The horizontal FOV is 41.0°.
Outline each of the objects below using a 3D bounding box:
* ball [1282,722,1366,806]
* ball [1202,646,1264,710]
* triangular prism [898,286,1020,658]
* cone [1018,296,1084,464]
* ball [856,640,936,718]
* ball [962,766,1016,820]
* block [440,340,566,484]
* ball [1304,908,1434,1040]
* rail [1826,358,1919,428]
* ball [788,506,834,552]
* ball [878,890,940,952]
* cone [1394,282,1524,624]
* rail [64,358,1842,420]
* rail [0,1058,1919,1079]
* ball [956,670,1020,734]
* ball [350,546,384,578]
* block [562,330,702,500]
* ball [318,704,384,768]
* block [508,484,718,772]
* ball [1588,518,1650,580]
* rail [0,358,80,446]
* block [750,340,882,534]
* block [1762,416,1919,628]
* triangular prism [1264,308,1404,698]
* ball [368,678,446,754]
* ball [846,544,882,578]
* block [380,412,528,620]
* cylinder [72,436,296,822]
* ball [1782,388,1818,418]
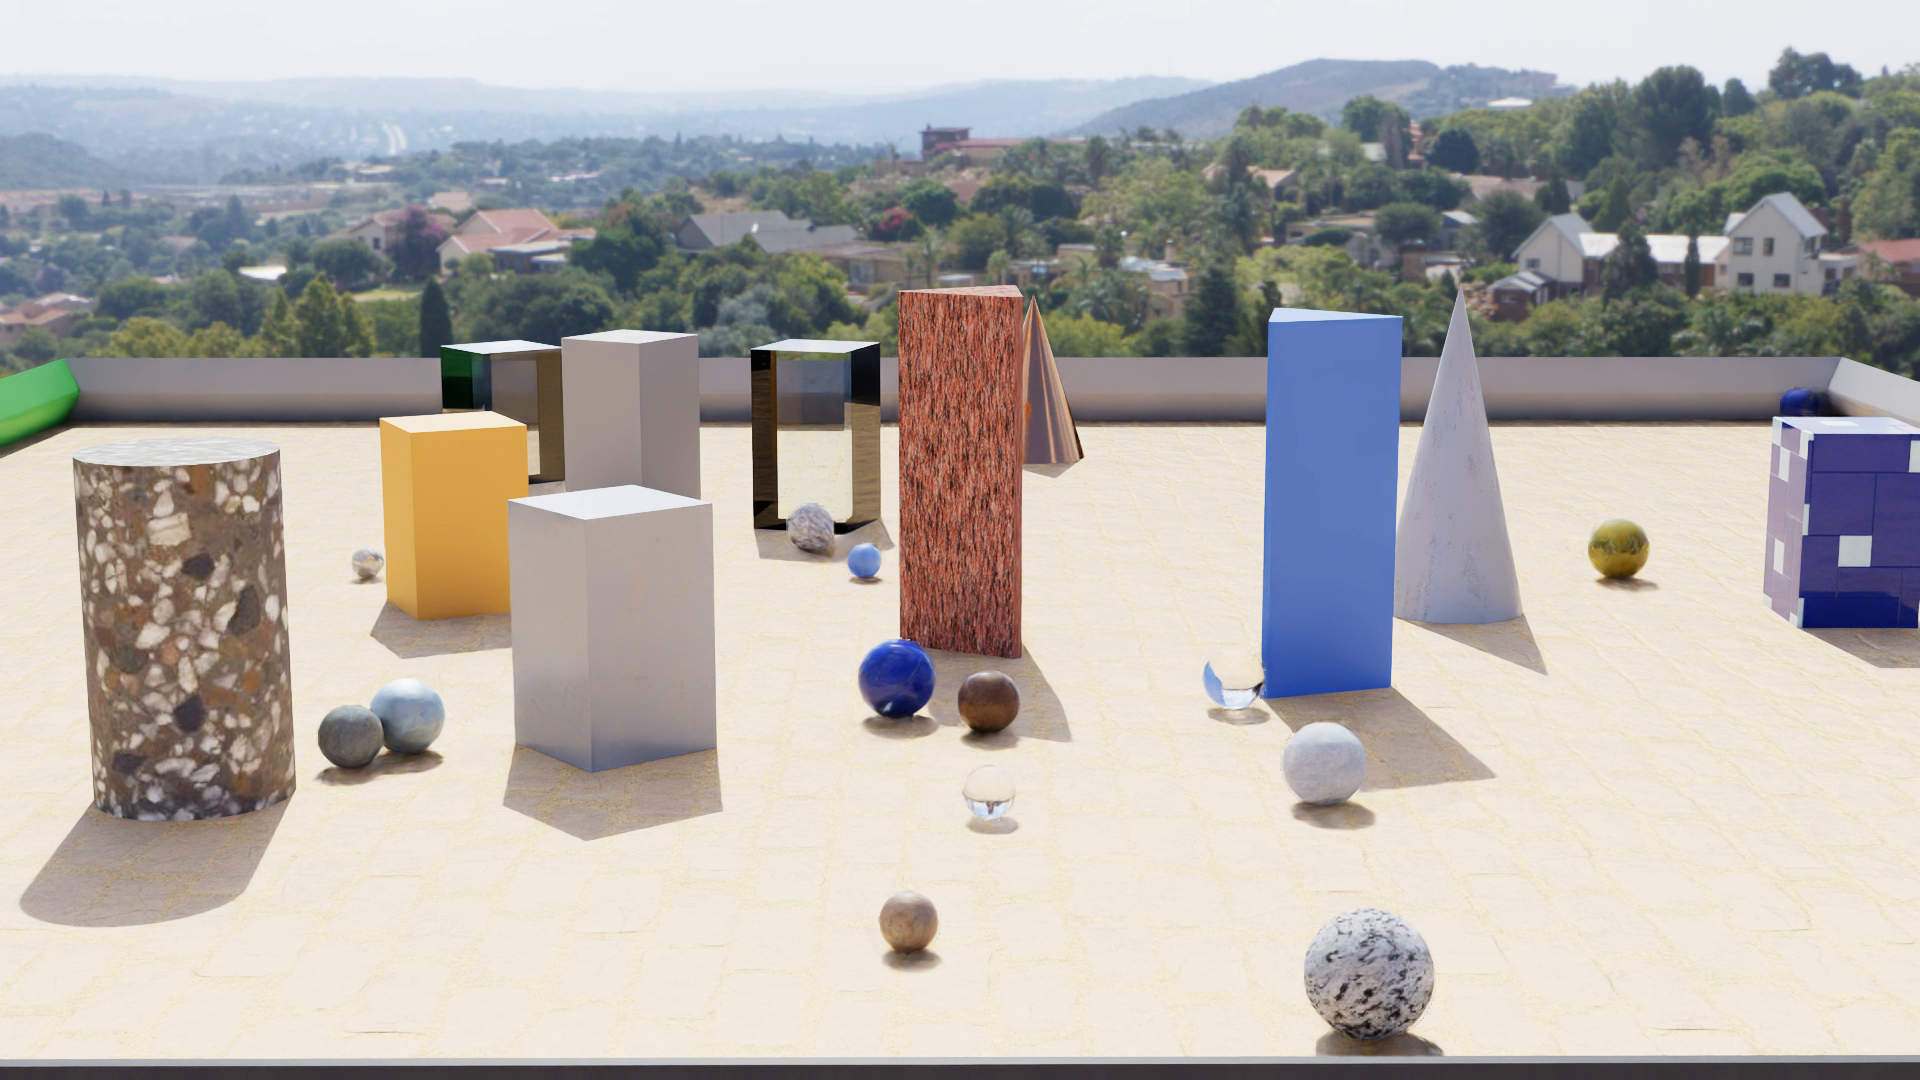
[{"bbox_3d":[0.363,0.223,2.554,0.084,0.084,0.084,0,10,0],"label":"ball"},{"bbox_3d":[0.313,0.158,2.935,0.071,0.071,0.071,0,10,0],"label":"ball"},{"bbox_3d":[0.032,-0.093,3.253,0.171,0.449,0.148,6,12,28],"label":"triangular prism"},{"bbox_3d":[0.137,-0.309,4.812,0.197,0.306,0.197,0,10,0],"label":"cone"},{"bbox_3d":[-0.072,0.157,2.893,0.089,0.089,0.089,0,10,0],"label":"ball"},{"bbox_3d":[0.029,0.247,2.508,0.053,0.053,0.053,0,10,0],"label":"ball"},{"bbox_3d":[-0.808,-0.224,4.544,0.158,0.237,0.158,-8,13,-38],"label":"block"},{"bbox_3d":[0.309,0.328,1.941,0.098,0.098,0.098,0,10,0],"label":"ball"},{"bbox_3d":[1.818,0.031,3.459,0.045,0.128,3.810,0,10,0],"label":"rail"},{"bbox_3d":[-0.225,-0.017,3.879,0.071,0.071,0.071,0,10,0],"label":"ball"},{"bbox_3d":[-0.043,0.317,2.133,0.050,0.050,0.050,0,10,0],"label":"ball"},{"bbox_3d":[0.664,-0.124,3.440,0.197,0.443,0.197,0,10,0],"label":"cone"},{"bbox_3d":[-0.011,-0.310,5.299,3.684,0.128,0.045,0,10,0],"label":"rail"},{"bbox_3d":[0.011,0.376,1.599,3.684,0.128,0.045,0,10,0],"label":"rail"},{"bbox_3d":[0.031,0.178,2.830,0.070,0.070,0.070,0,10,0],"label":"ball"},{"bbox_3d":[-0.851,0.032,3.684,0.046,0.046,0.046,0,10,0],"label":"ball"},{"bbox_3d":[-0.537,-0.189,4.205,0.158,0.291,0.158,6,12,30],"label":"block"},{"bbox_3d":[-0.638,0.206,2.688,0.067,0.067,0.067,0,10,0],"label":"ball"},{"bbox_3d":[-0.373,0.091,2.757,0.158,0.268,0.158,-9,14,-39],"label":"block"},{"bbox_3d":[0.943,0.013,3.674,0.088,0.088,0.088,0,10,0],"label":"ball"},{"bbox_3d":[-1.818,0.035,3.439,0.045,0.128,3.810,0,10,0],"label":"rail"},{"bbox_3d":[-0.229,-0.168,4.103,0.158,0.286,0.158,4,11,19],"label":"block"},{"bbox_3d":[1.177,-0.025,3.415,0.158,0.257,0.158,0,10,1],"label":"block"},{"bbox_3d":[0.407,-0.049,3.045,0.171,0.439,0.148,-4,11,-20],"label":"triangular prism"},{"bbox_3d":[-0.592,0.188,2.744,0.081,0.081,0.081,0,10,0],"label":"ball"},{"bbox_3d":[-0.138,0.030,3.685,0.050,0.050,0.050,0,10,0],"label":"ball"},{"bbox_3d":[-0.685,-0.036,3.486,0.158,0.252,0.158,-5,12,-27],"label":"block"},{"bbox_3d":[-0.773,0.084,2.567,0.197,0.350,0.197,0,10,0],"label":"cylinder"},{"bbox_3d":[1.724,-0.274,5.266,0.072,0.072,0.072,0,10,0],"label":"ball"}]
